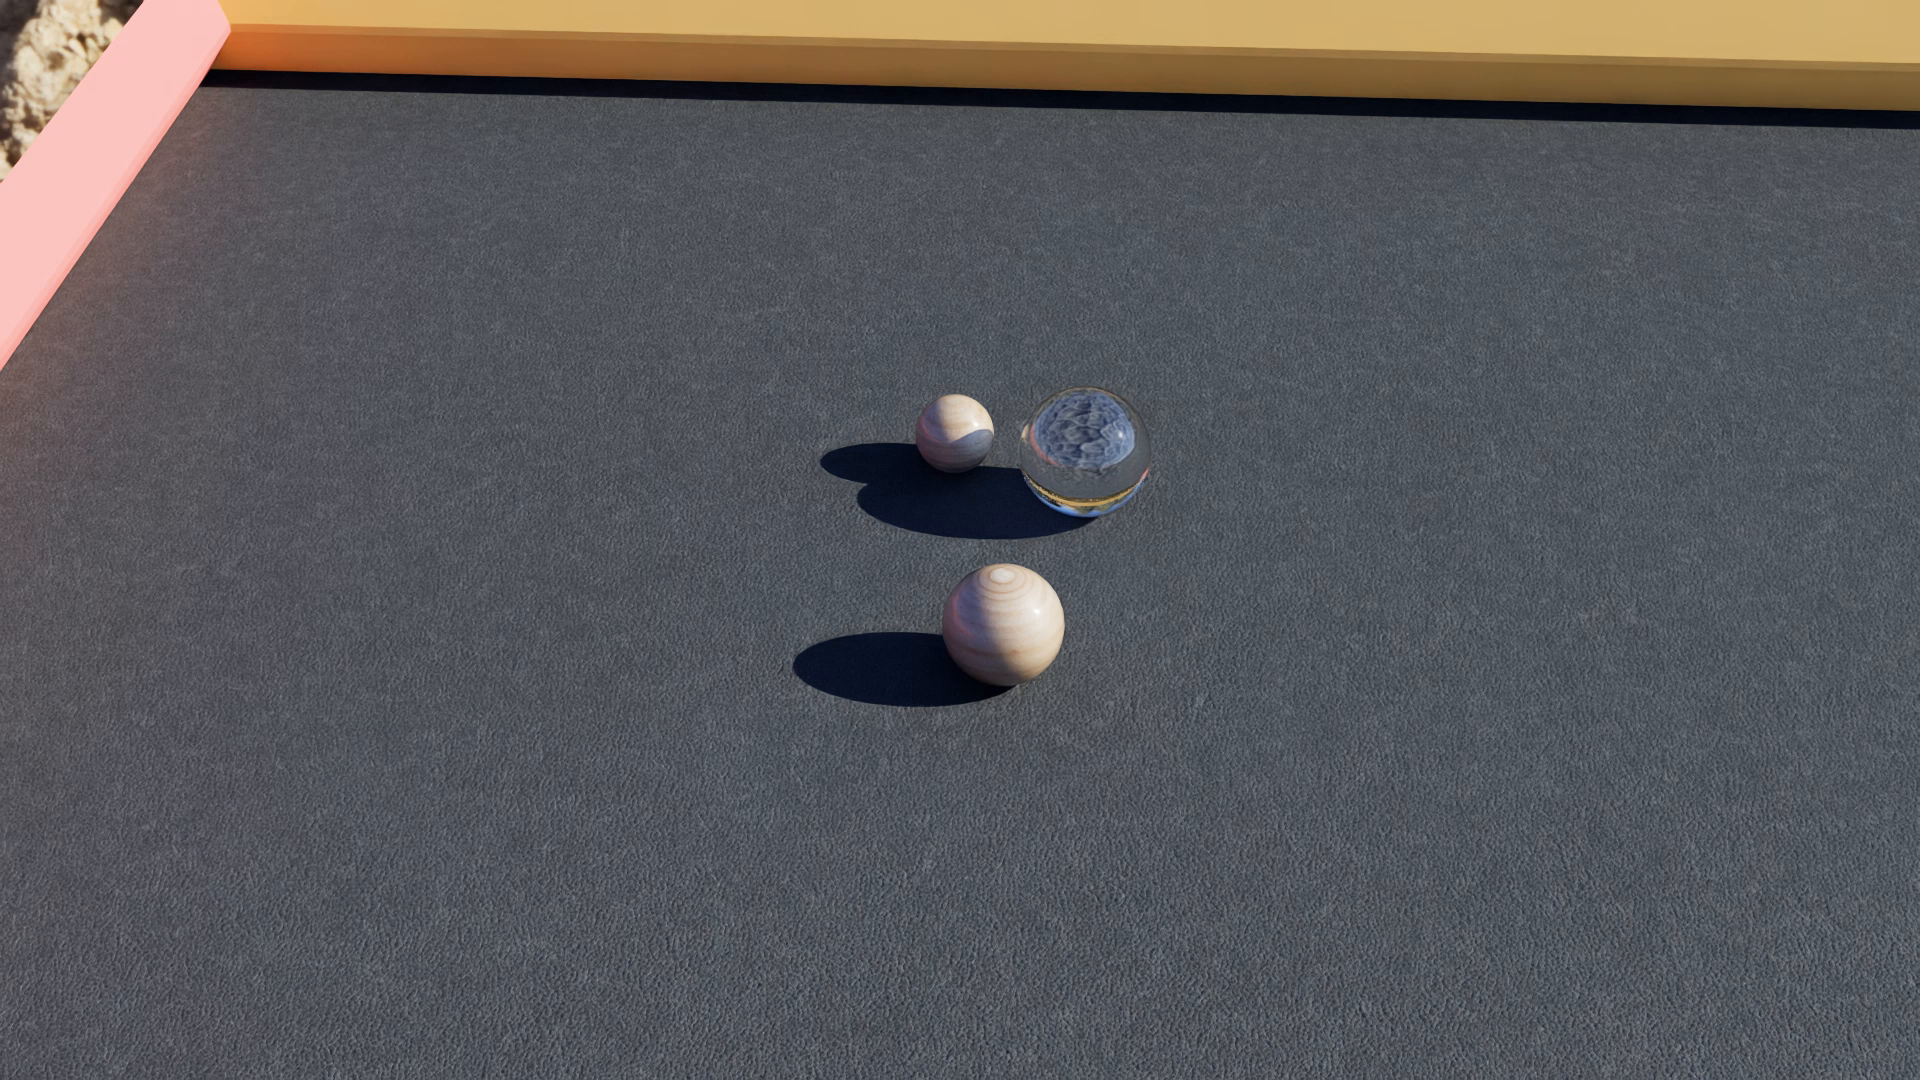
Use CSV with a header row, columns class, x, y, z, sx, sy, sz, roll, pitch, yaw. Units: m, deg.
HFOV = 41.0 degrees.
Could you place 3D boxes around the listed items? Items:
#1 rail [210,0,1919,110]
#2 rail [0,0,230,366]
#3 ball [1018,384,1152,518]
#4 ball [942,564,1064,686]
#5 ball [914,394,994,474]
class,x,y,z,sx,sy,sz,roll,pitch,yaw
rail,0.836,-0.455,2.410,3.168,0.127,0.045,2,35,3
rail,-0.767,-0.045,1.828,0.045,0.127,1.651,2,35,3
ball,0.092,-0.065,1.883,0.098,0.098,0.098,0,35,0
ball,0.029,0.057,1.723,0.083,0.083,0.083,0,35,0
ball,-0.004,-0.080,1.938,0.060,0.060,0.060,0,35,0
